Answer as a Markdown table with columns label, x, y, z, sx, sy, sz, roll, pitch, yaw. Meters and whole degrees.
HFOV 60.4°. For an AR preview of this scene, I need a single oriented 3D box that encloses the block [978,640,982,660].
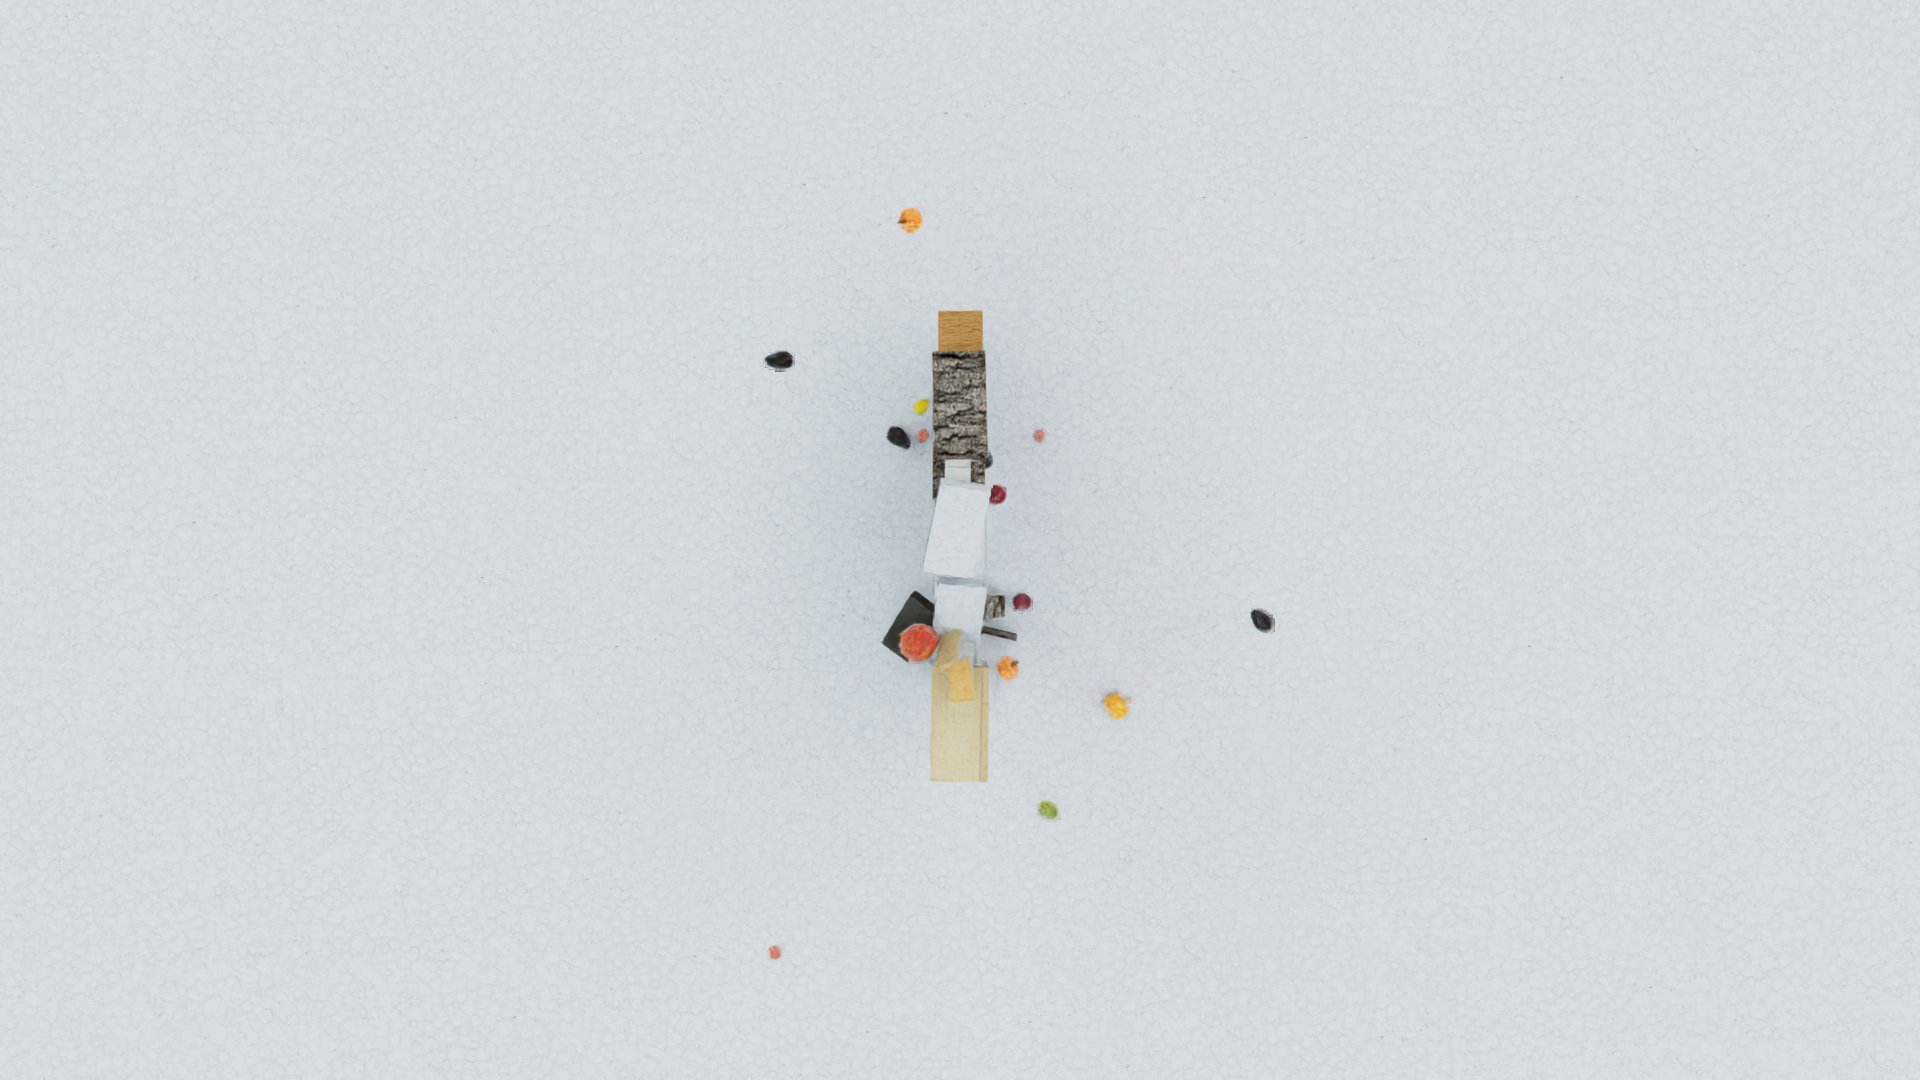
| label | x | y | z | sx | sy | sz | roll | pitch | yaw |
| --- | --- | --- | --- | --- | --- | --- | --- | --- | --- |
| block | -0.003 | 0.459 | 5.194 | 0.143 | 0.040 | 0.285 | 0 | 90 | 0 |

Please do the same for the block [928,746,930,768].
| label | x | y | z | sx | sy | sz | roll | pitch | yaw |
| --- | --- | --- | --- | --- | --- | --- | --- | --- | --- |
| block | -0.010 | 0.633 | 5.009 | 0.168 | 0.336 | 0.048 | 5 | 97 | -1 |

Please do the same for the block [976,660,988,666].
| label | x | y | z | sx | sy | sz | roll | pitch | yaw |
| --- | --- | --- | --- | --- | --- | --- | --- | --- | --- |
| block | 0.001 | 0.411 | 5.005 | 0.168 | 0.336 | 0.048 | 0 | 94 | 0 |

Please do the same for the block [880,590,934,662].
| label | x | y | z | sx | sy | sz | roll | pitch | yaw |
| --- | --- | --- | --- | --- | --- | --- | --- | --- | --- |
| block | -0.160 | 0.284 | 5.389 | 0.111 | 0.031 | 0.272 | 36 | 135 | 4 |

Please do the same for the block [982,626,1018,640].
| label | x | y | z | sx | sy | sz | roll | pitch | yaw |
| --- | --- | --- | --- | --- | --- | --- | --- | --- | --- |
| block | 0.117 | 0.306 | 5.464 | 0.145 | 0.072 | 0.021 | 13 | 90 | 0 |

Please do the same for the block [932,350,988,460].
| label | x | y | z | sx | sy | sz | roll | pitch | yaw |
| --- | --- | --- | --- | --- | --- | --- | --- | --- | --- |
| block | 0.000 | -0.365 | 4.465 | 0.144 | 0.041 | 0.289 | -1 | 89 | 0 |

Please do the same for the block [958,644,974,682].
| label | x | y | z | sx | sy | sz | roll | pitch | yaw |
| --- | --- | --- | --- | --- | --- | --- | --- | --- | --- |
| block | 0.006 | 0.361 | 4.781 | 0.064 | 0.018 | 0.129 | 1 | 59 | 0 |

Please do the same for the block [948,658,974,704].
| label | x | y | z | sx | sy | sz | roll | pitch | yaw |
| --- | --- | --- | --- | --- | --- | --- | --- | --- | --- |
| block | 0.003 | 0.404 | 4.733 | 0.064 | 0.018 | 0.129 | -5 | 59 | -4 |

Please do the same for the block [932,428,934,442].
| label | x | y | z | sx | sy | sz | roll | pitch | yaw |
| --- | --- | --- | --- | --- | --- | --- | --- | --- | --- |
| block | -0.001 | -0.297 | 4.631 | 0.144 | 0.289 | 0.041 | 2 | 95 | 0 |

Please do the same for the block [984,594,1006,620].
| label | x | y | z | sx | sy | sz | roll | pitch | yaw |
| --- | --- | --- | --- | --- | --- | --- | --- | --- | --- |
| block | 0.088 | 0.223 | 5.438 | 0.145 | 0.021 | 0.072 | -4 | 102 | -42 |

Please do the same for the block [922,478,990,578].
| label | x | y | z | sx | sy | sz | roll | pitch | yaw |
| --- | --- | --- | --- | --- | --- | --- | --- | --- | --- |
| block | -0.011 | -0.032 | 4.664 | 0.143 | 0.040 | 0.285 | 9 | 119 | -6 |

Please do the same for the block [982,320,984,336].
| label | x | y | z | sx | sy | sz | roll | pitch | yaw |
| --- | --- | --- | --- | --- | --- | --- | --- | --- | --- |
| block | 0.003 | -0.635 | 5.214 | 0.133 | 0.572 | 0.038 | 0 | 90 | 0 |

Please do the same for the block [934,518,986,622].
| label | x | y | z | sx | sy | sz | roll | pitch | yaw |
| --- | --- | --- | --- | --- | --- | --- | --- | --- | --- |
| block | -0.002 | 0.082 | 4.793 | 0.143 | 0.040 | 0.365 | 0 | 124 | -1 |

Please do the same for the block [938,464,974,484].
| label | x | y | z | sx | sy | sz | roll | pitch | yaw |
| --- | --- | --- | --- | --- | --- | --- | --- | --- | --- |
| block | -0.009 | -0.122 | 4.696 | 0.100 | 0.028 | 0.200 | 0 | 124 | 0 |

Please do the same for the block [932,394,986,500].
| label | x | y | z | sx | sy | sz | roll | pitch | yaw |
| --- | --- | --- | --- | --- | --- | --- | --- | --- | --- |
| block | -0.003 | -0.271 | 4.798 | 0.152 | 0.043 | 0.304 | 0 | 90 | 0 |

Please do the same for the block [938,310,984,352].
| label | x | y | z | sx | sy | sz | roll | pitch | yaw |
| --- | --- | --- | --- | --- | --- | --- | --- | --- | --- |
| block | 0.002 | -0.548 | 4.909 | 0.133 | 0.038 | 0.265 | 0 | 90 | 0 |

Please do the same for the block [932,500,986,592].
| label | x | y | z | sx | sy | sz | roll | pitch | yaw |
| --- | --- | --- | --- | --- | --- | --- | --- | --- | --- |
| block | 0.000 | -0.002 | 5.148 | 0.164 | 0.047 | 0.329 | 1 | 90 | 0 |

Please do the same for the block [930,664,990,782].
| label | x | y | z | sx | sy | sz | roll | pitch | yaw |
| --- | --- | --- | --- | --- | --- | --- | --- | --- | --- |
| block | -0.001 | 0.535 | 4.814 | 0.168 | 0.048 | 0.336 | 1 | 91 | 0 |

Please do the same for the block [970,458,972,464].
| label | x | y | z | sx | sy | sz | roll | pitch | yaw |
| --- | --- | --- | --- | --- | --- | --- | --- | --- | --- |
| block | -0.005 | -0.196 | 4.714 | 0.071 | 0.142 | 0.020 | 2 | 52 | 0 |

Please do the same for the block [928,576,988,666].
| label | x | y | z | sx | sy | sz | roll | pitch | yaw |
| --- | --- | --- | --- | --- | --- | --- | --- | --- | --- |
| block | -0.007 | 0.242 | 4.844 | 0.143 | 0.040 | 0.285 | 6 | 122 | -3 |

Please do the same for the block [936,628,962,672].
| label | x | y | z | sx | sy | sz | roll | pitch | yaw |
| --- | --- | --- | --- | --- | --- | --- | --- | --- | --- |
| block | -0.031 | 0.318 | 4.771 | 0.064 | 0.129 | 0.018 | -25 | 123 | 26 |

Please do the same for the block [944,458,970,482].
| label | x | y | z | sx | sy | sz | roll | pitch | yaw |
| --- | --- | --- | --- | --- | --- | --- | --- | --- | --- |
| block | -0.007 | -0.174 | 4.619 | 0.071 | 0.020 | 0.142 | 3 | 131 | 2 |
